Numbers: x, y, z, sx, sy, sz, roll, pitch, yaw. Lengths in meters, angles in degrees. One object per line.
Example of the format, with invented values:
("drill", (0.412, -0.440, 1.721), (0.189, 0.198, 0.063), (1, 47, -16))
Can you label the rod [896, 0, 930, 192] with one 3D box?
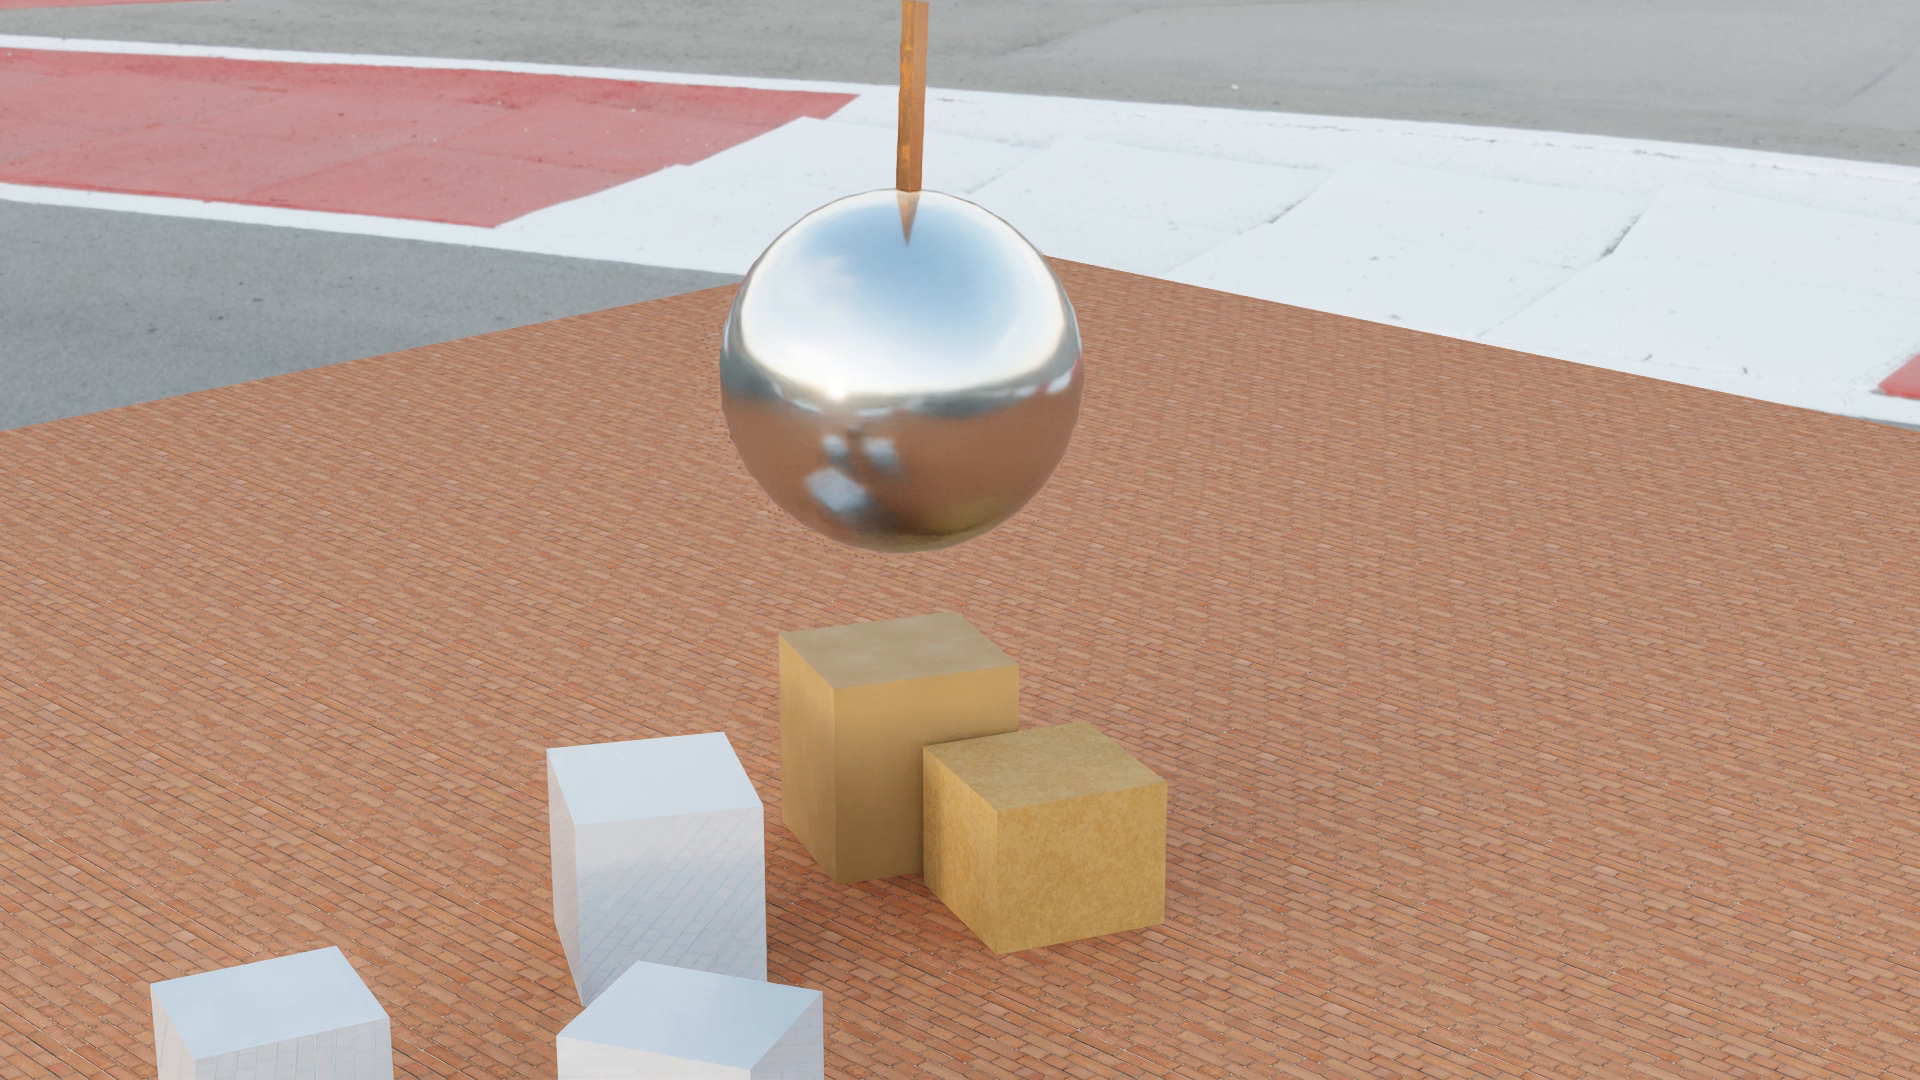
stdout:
("rod", (-0.111, -4.020, 11.962), (0.080, 5.200, 0.080), (17, 21, 42))

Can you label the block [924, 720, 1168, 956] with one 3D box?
("block", (0.369, 1.310, 13.057), (0.811, 0.671, 0.815), (-7, 19, -22))

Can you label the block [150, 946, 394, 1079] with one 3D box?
("block", (-2.535, 2.006, 10.845), (0.705, 0.669, 0.677), (-9, 20, -26))

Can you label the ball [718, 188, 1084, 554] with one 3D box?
("ball", (-0.256, -0.739, 12.841), (1.600, 1.600, 1.600), (0, 17, 0))

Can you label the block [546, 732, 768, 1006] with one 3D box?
("block", (-1.305, 1.392, 12.555), (0.782, 0.815, 0.877), (-5, 18, -14))

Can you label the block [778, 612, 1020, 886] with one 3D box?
("block", (-0.291, 0.957, 13.715), (0.891, 0.951, 0.809), (-7, 19, -20))

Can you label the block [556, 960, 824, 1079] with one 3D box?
("block", (-0.954, 2.050, 10.531), (0.740, 0.774, 0.641), (6, 19, 19))
